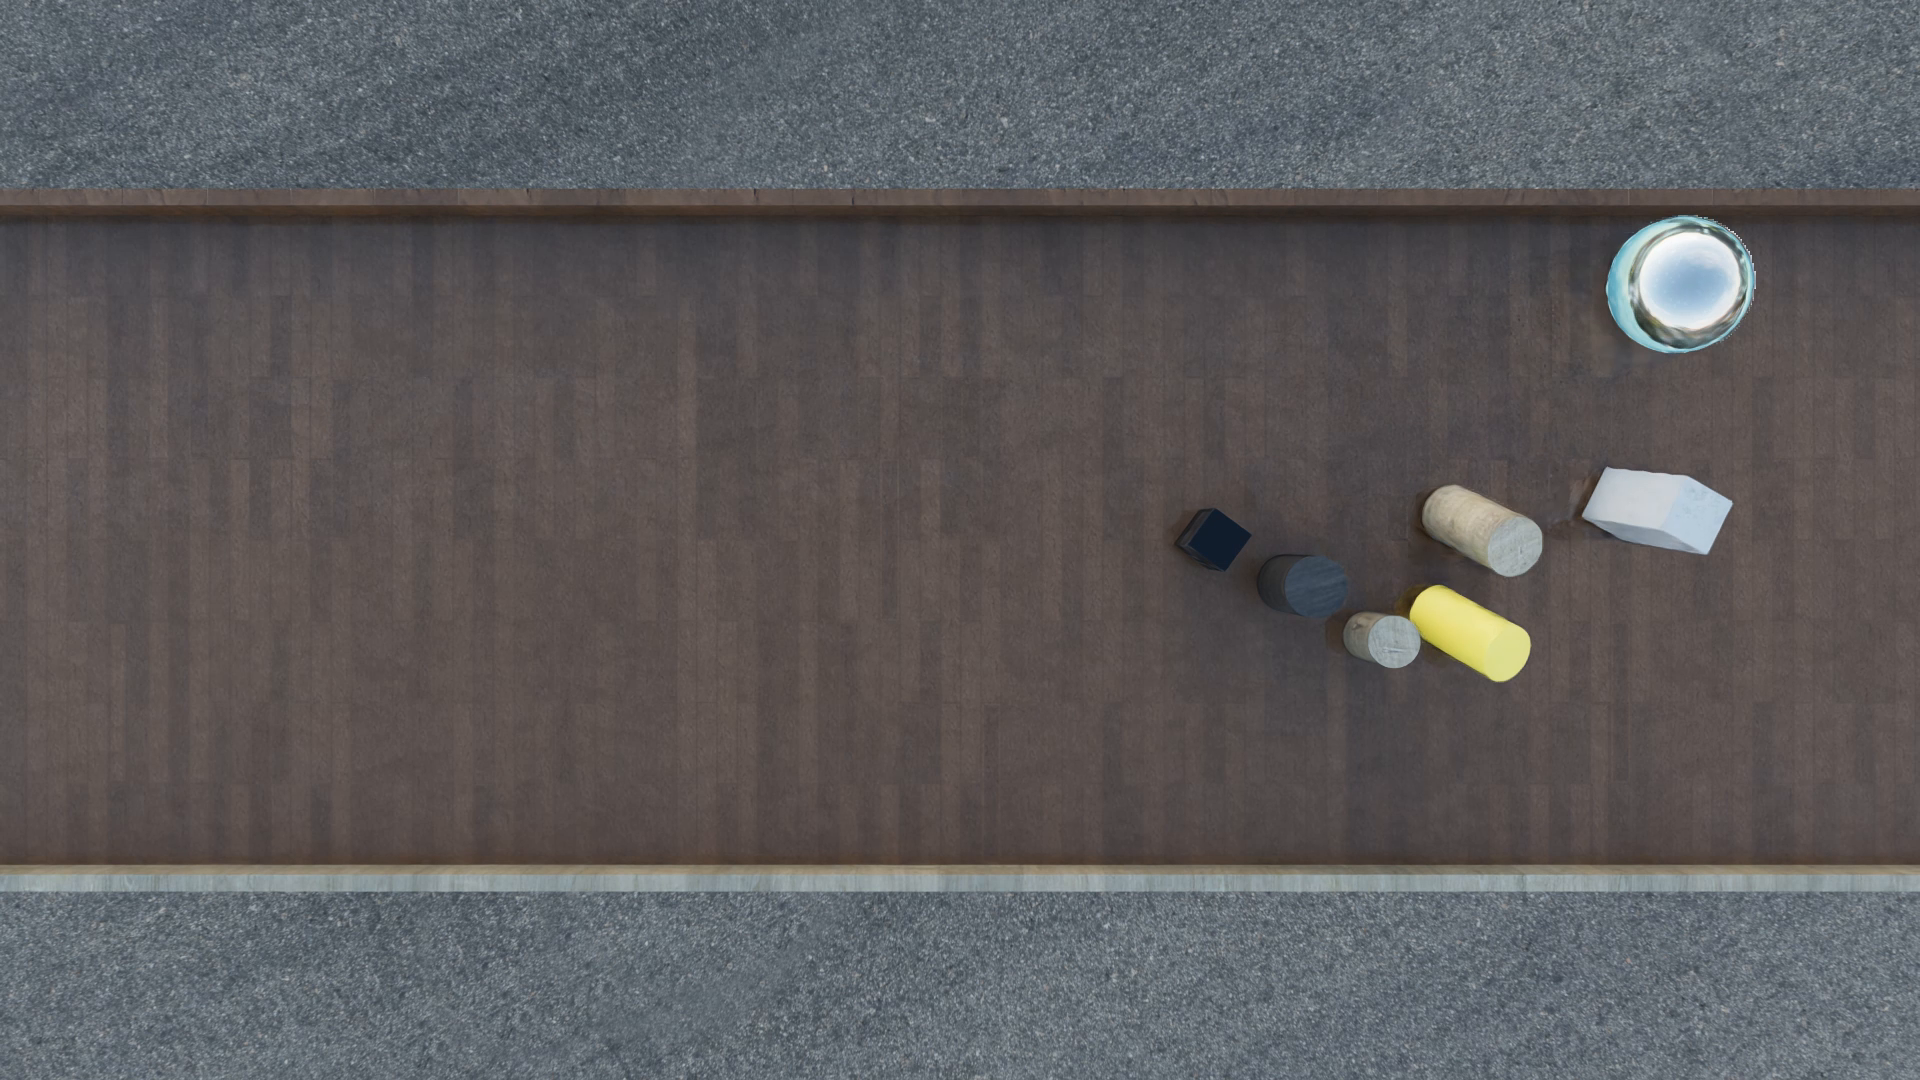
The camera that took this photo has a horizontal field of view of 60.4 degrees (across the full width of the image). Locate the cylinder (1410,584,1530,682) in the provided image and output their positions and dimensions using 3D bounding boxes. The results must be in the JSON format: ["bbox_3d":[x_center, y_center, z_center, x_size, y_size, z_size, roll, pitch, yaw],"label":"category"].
[{"bbox_3d":[1.509,0.273,4.893,0.172,0.326,0.172,-10,115,-24],"label":"cylinder"}]

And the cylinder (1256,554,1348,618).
[{"bbox_3d":[1.002,0.132,4.860,0.178,0.433,0.178,0,90,0],"label":"cylinder"}]

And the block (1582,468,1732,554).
[{"bbox_3d":[2.048,-0.089,4.865,0.168,0.395,0.168,27,90,-13],"label":"block"}]

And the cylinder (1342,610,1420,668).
[{"bbox_3d":[1.254,0.294,4.920,0.152,0.313,0.152,0,90,0],"label":"cylinder"}]

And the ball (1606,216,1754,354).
[{"bbox_3d":[2.126,-0.753,4.877,0.399,0.399,0.399,0,90,0],"label":"ball"}]

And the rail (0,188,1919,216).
[{"bbox_3d":[-2.247,-1.025,5.002,12.000,0.150,0.050,0,90,0],"label":"rail"}]

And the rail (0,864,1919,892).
[{"bbox_3d":[-2.247,1.025,5.001,12.000,0.150,0.050,0,90,0],"label":"rail"}]

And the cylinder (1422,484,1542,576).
[{"bbox_3d":[1.538,-0.032,4.873,0.178,0.367,0.178,-4,107,-14],"label":"cylinder"}]

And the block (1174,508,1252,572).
[{"bbox_3d":[0.750,-0.001,4.917,0.132,0.319,0.132,36,90,0],"label":"block"}]
